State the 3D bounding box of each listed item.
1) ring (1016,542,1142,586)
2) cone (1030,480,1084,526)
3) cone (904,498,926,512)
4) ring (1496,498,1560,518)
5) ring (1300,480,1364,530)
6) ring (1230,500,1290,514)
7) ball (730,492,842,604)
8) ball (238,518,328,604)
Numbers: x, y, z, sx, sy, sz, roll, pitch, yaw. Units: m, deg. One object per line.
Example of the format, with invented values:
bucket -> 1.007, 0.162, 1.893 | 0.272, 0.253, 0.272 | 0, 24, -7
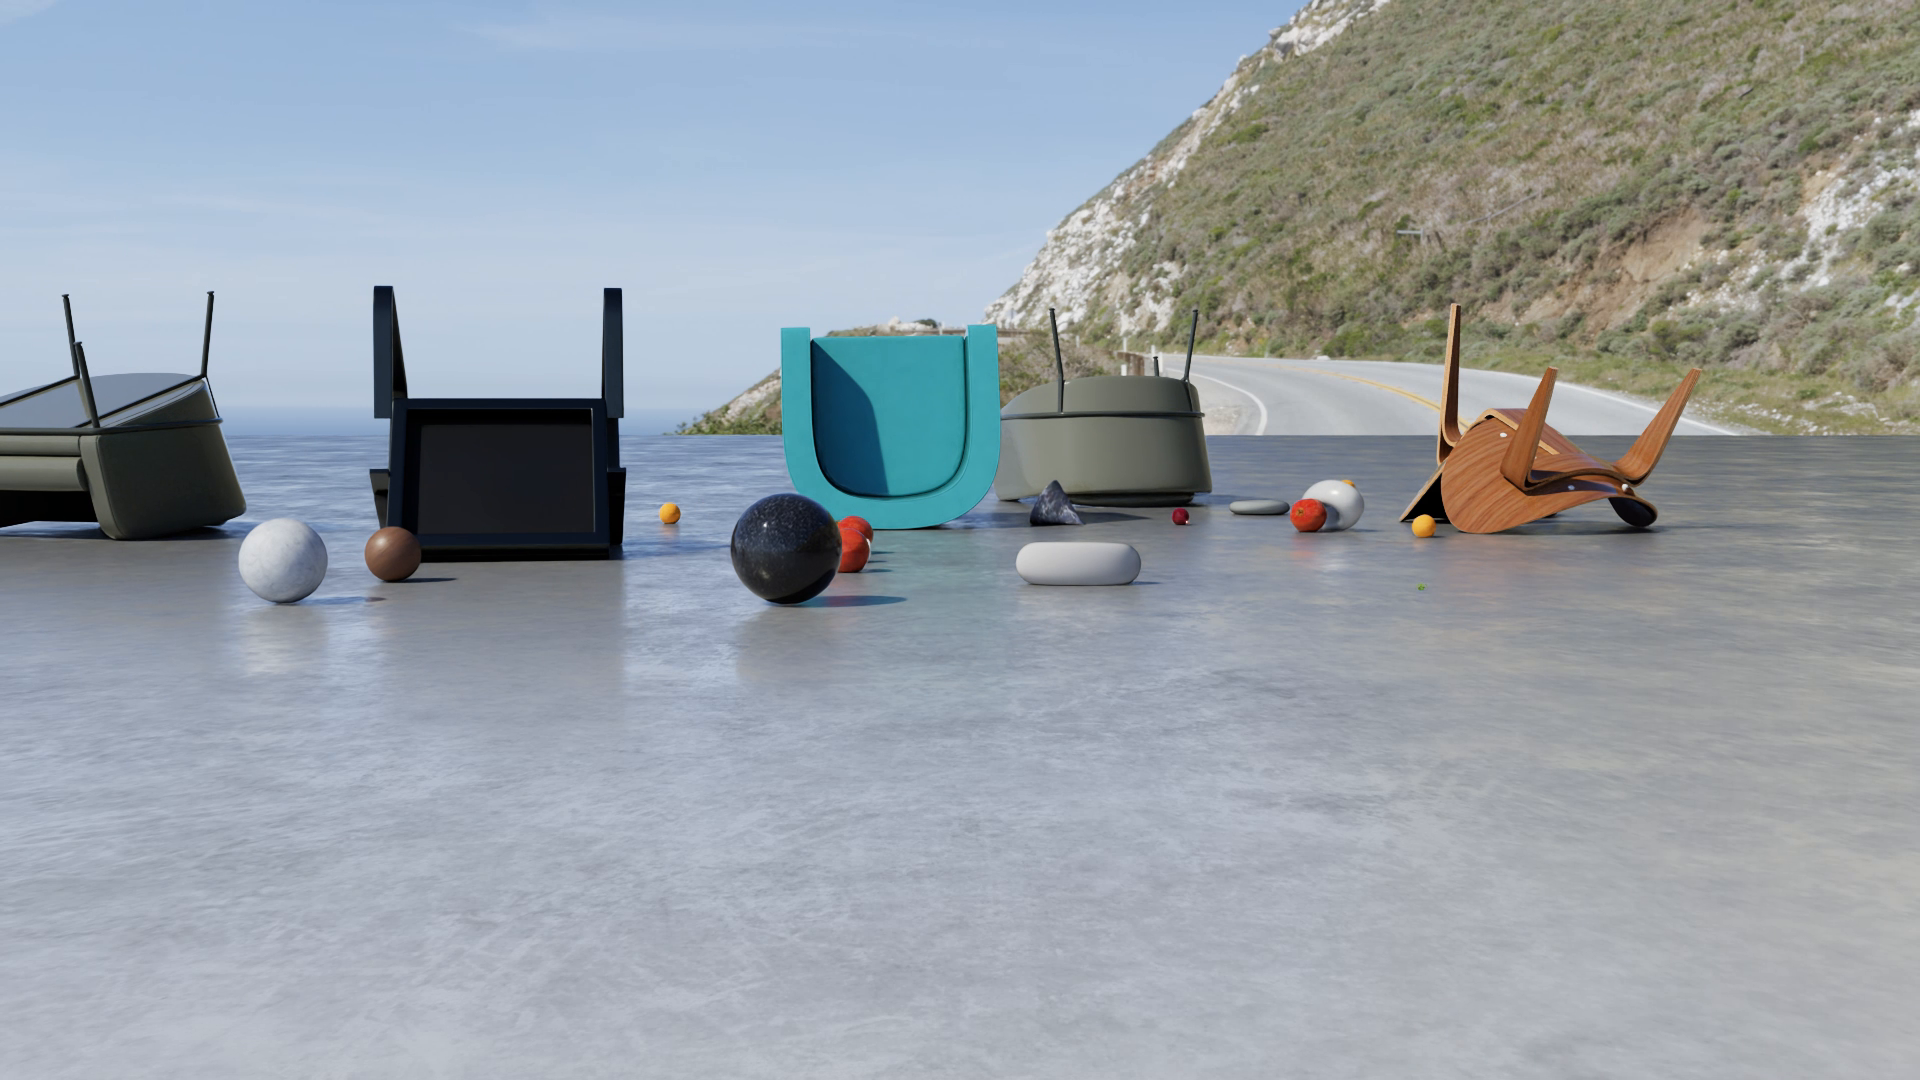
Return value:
ring -> 0.272, 0.054, 5.055 | 0.288, 0.098, 0.110 | 1, 1, 1
cone -> 0.344, -0.088, 7.287 | 0.154, 0.168, 0.197 | 31, 5, 15
cone -> -0.174, -0.113, 8.021 | 0.085, 0.049, 0.086 | 3, 20, 14
ring -> 2.007, -0.114, 7.775 | 0.218, 0.060, 0.352 | 1, 4, 24
ring -> 1.180, -0.108, 6.971 | 0.093, 0.175, 0.255 | -49, 13, -24
ring -> 1.077, -0.117, 7.908 | 0.219, 0.048, 0.212 | 2, 4, 35
ball -> -0.361, 0.018, 4.581 | 0.234, 0.234, 0.234 | 0, 4, 0
ball -> -1.418, 0.044, 4.606 | 0.179, 0.179, 0.179 | 0, 4, 0
